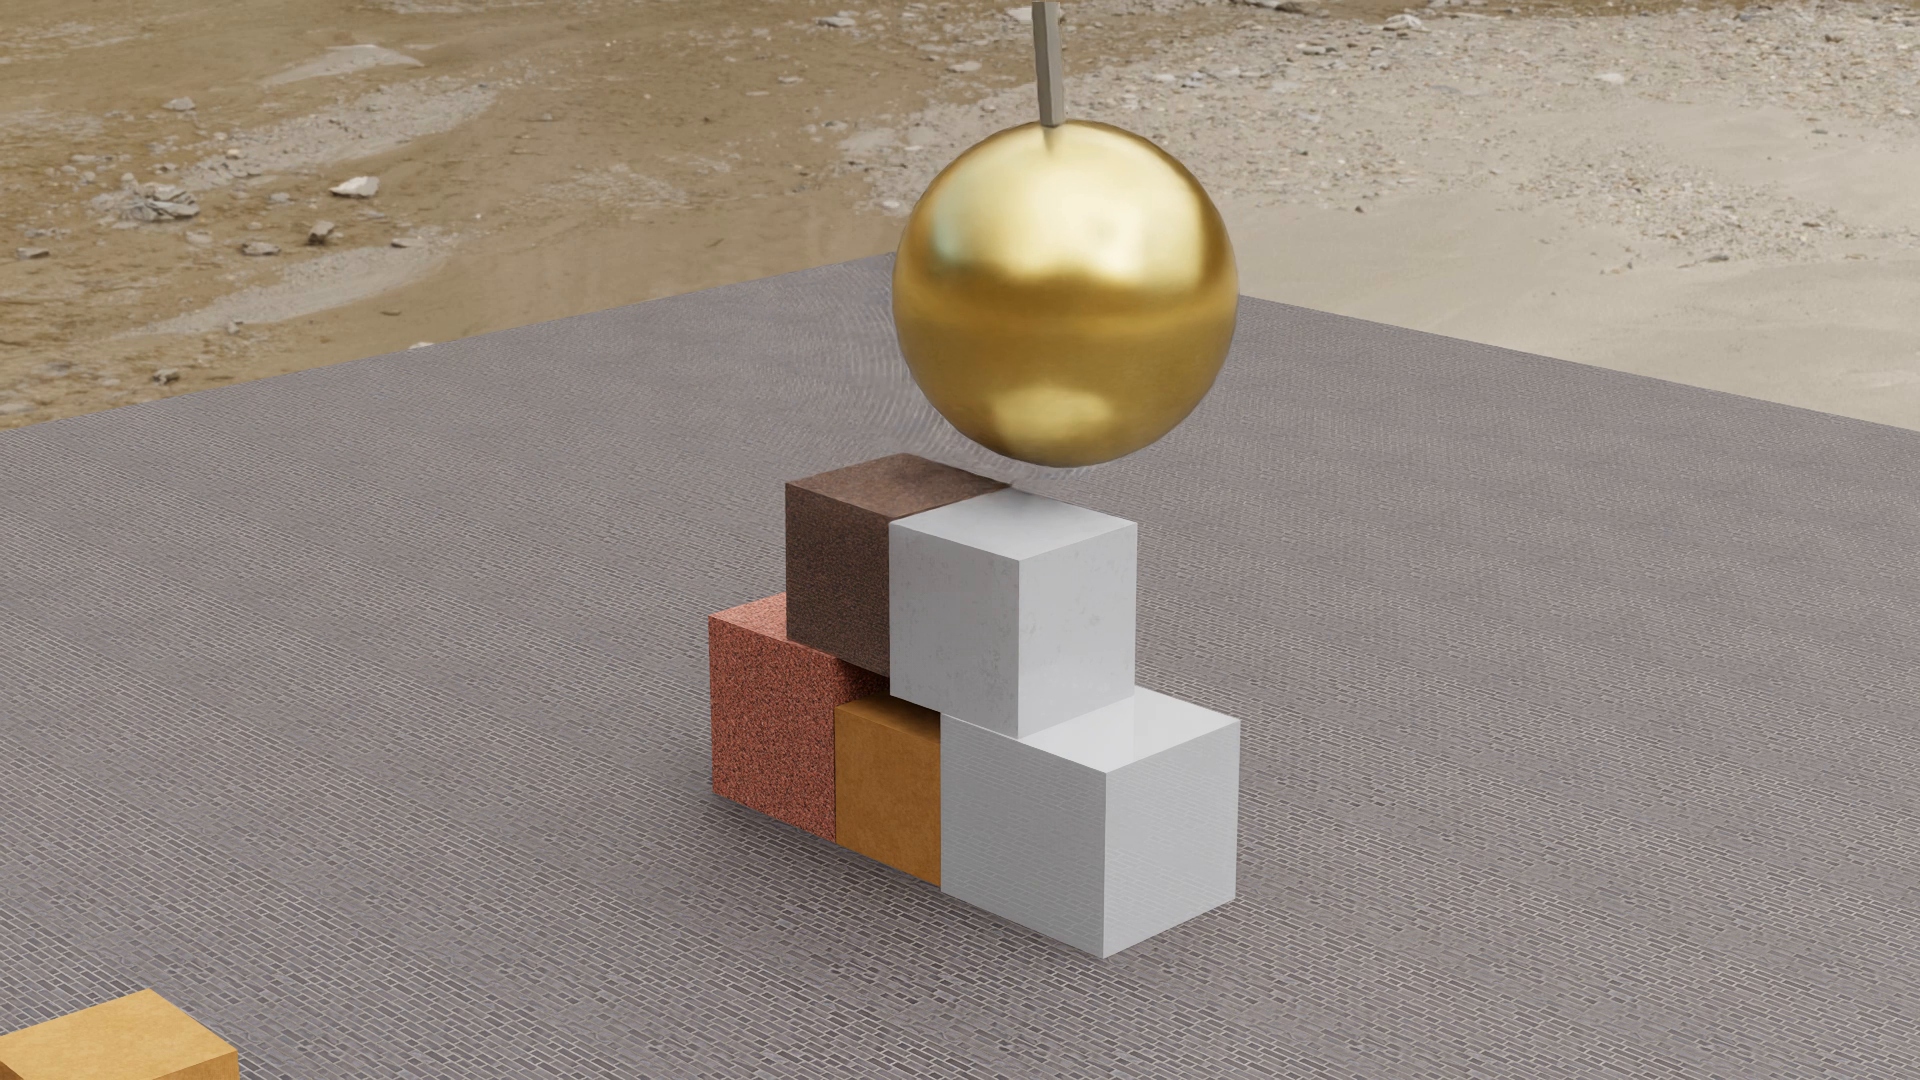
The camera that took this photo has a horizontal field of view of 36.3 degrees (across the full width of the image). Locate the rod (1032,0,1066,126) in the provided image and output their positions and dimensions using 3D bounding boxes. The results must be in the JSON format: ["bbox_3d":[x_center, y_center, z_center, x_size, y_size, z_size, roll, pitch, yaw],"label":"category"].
[{"bbox_3d":[0.209,-4.275,12.217,0.080,5.200,0.080,17,30,42],"label":"rod"}]

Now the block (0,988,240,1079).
[{"bbox_3d":[-3.028,2.115,10.517,0.659,0.659,0.661,-15,23,-40],"label":"block"}]

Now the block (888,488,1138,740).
[{"bbox_3d":[0.236,0.312,13.126,0.794,0.816,0.766,16,24,42],"label":"block"}]

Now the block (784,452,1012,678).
[{"bbox_3d":[-0.288,0.105,13.667,0.751,0.767,0.734,-16,24,-42],"label":"block"}]

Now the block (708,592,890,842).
[{"bbox_3d":[-0.607,0.806,14.247,0.832,0.920,0.883,-17,24,-42],"label":"block"}]

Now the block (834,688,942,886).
[{"bbox_3d":[-0.048,1.096,13.717,0.785,0.684,0.725,-17,24,-42],"label":"block"}]

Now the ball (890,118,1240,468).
[{"bbox_3d":[0.481,-1.134,13.490,1.600,1.600,1.600,0,17,0],"label":"ball"}]

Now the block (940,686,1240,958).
[{"bbox_3d":[0.576,1.193,13.114,0.882,0.860,0.993,-17,24,-42],"label":"block"}]
